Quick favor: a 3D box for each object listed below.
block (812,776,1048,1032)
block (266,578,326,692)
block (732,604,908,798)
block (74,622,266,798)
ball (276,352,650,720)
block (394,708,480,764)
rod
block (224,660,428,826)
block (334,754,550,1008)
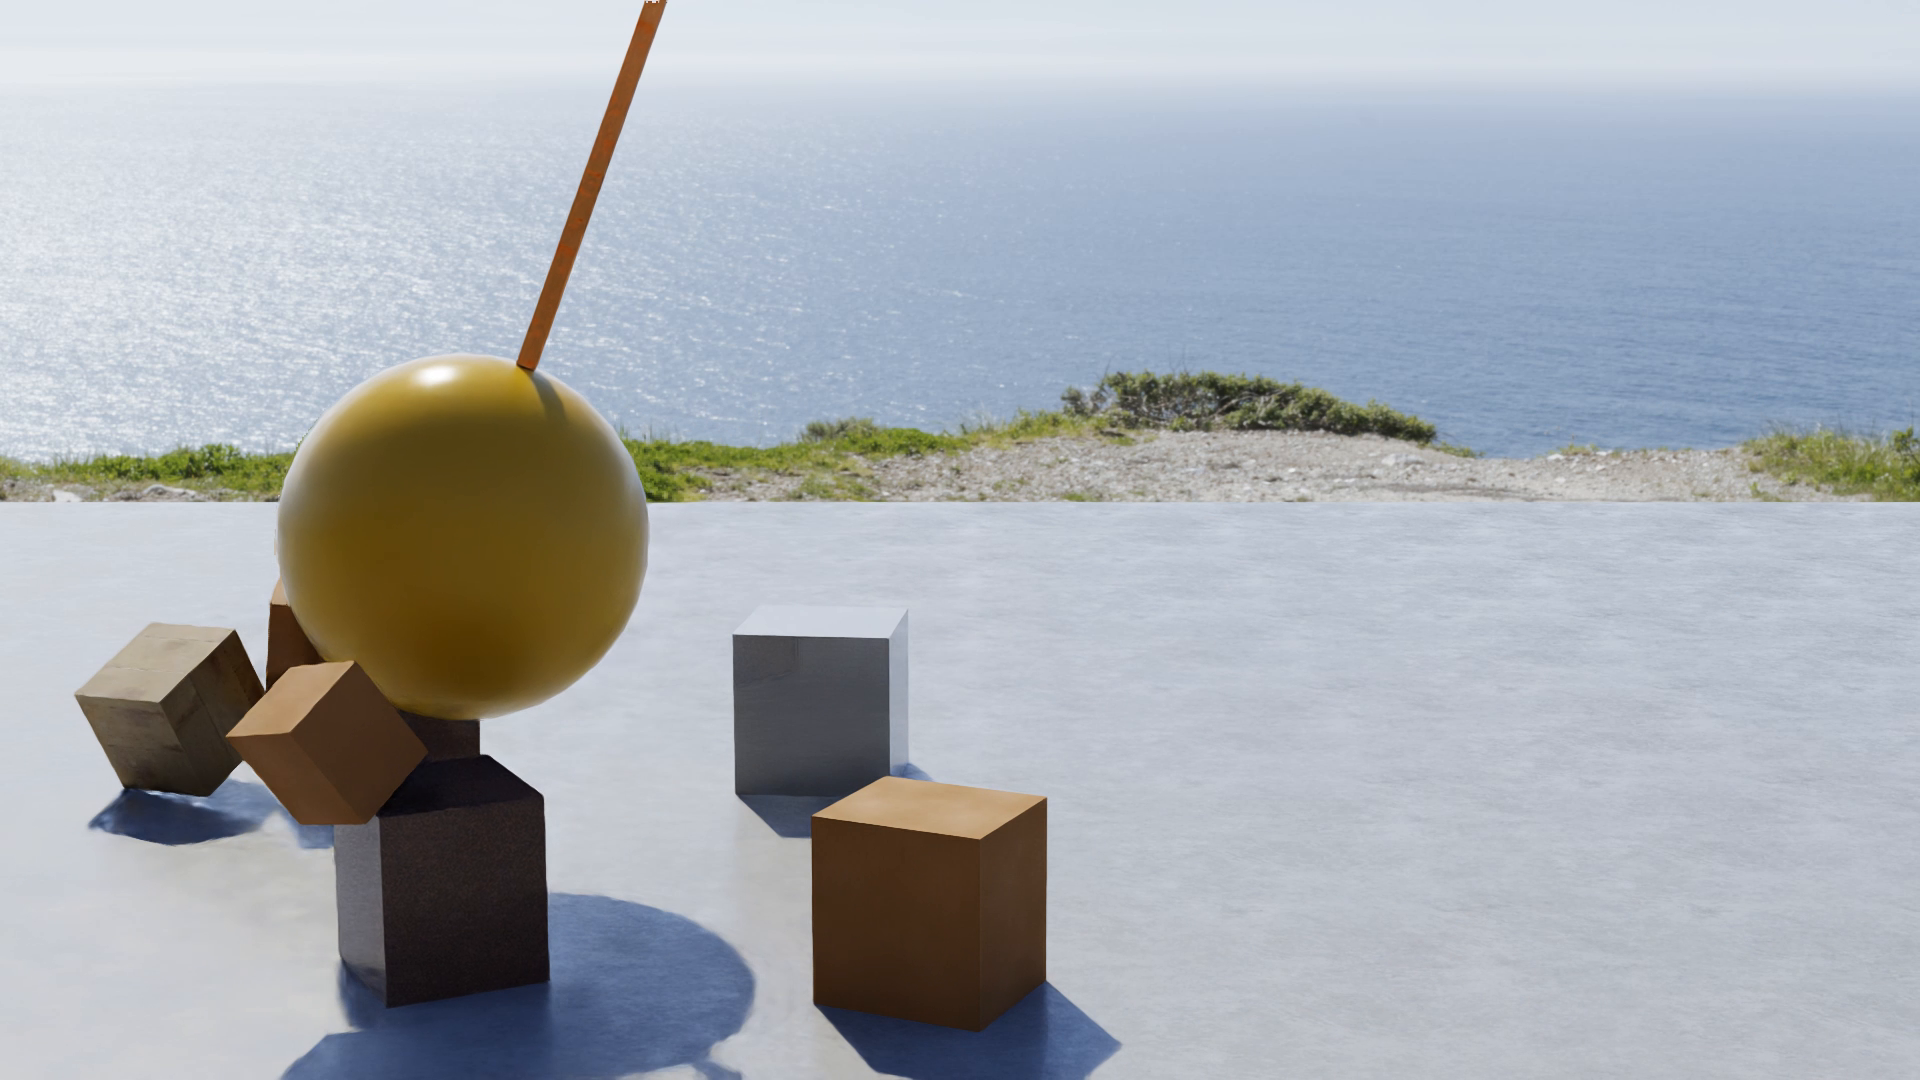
[{"bbox_3d":[-0.112,1.384,9.872,0.703,0.745,0.619,5,11,25],"label":"block"},{"bbox_3d":[-3.106,0.481,12.863,0.626,0.612,0.519,7,29,-7],"label":"block"},{"bbox_3d":[-0.688,0.801,12.908,0.772,0.805,0.714,1,10,6],"label":"block"},{"bbox_3d":[-3.869,0.835,12.705,0.571,0.587,0.589,2,36,28],"label":"block"},{"bbox_3d":[-2.155,-0.014,11.178,1.600,1.600,1.600,0,10,0],"label":"ball"},{"bbox_3d":[-2.674,1.005,12.246,0.594,0.642,0.651,-5,12,-28],"label":"block"},{"bbox_3d":[-0.934,-3.136,10.610,0.080,5.200,0.080,21,10,-4],"label":"rod"},{"bbox_3d":[-2.418,0.781,9.812,0.450,0.475,0.393,-7,36,43],"label":"block"},{"bbox_3d":[-2.058,1.332,10.142,0.649,0.750,0.691,-5,12,-28],"label":"block"}]
